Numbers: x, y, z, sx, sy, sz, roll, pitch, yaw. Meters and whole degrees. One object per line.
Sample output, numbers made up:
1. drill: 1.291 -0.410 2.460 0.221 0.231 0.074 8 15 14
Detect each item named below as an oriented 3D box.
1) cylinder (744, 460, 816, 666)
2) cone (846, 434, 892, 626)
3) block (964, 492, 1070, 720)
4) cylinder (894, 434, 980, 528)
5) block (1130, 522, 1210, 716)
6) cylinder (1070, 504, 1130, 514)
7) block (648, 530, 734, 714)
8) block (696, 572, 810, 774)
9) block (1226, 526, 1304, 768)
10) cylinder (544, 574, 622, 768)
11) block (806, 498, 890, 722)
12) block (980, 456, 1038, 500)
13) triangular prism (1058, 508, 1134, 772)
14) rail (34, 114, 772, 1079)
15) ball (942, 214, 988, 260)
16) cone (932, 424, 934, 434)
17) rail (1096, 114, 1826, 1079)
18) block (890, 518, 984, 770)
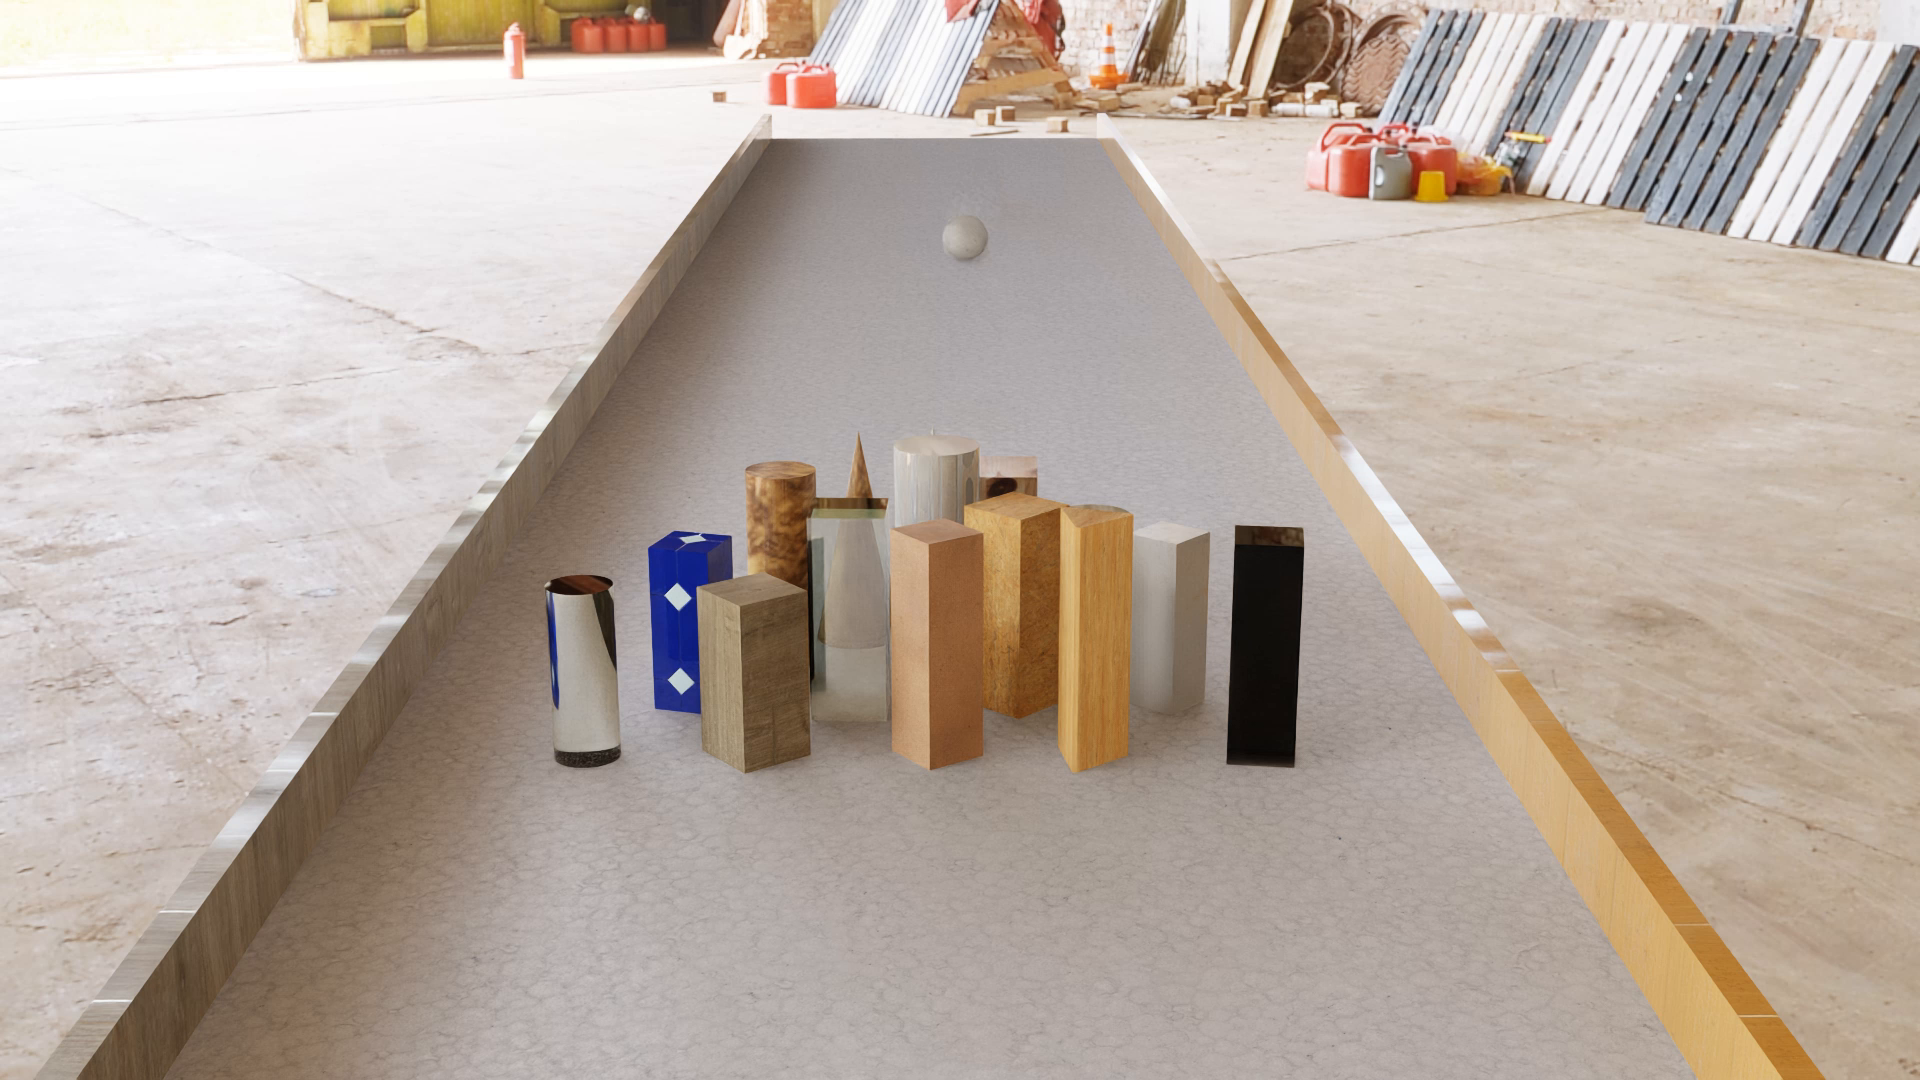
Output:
1. cylinder: -0.353 0.049 4.374 0.139 0.391 0.139 0 17 0
2. cone: -0.210 -0.029 4.604 0.165 0.411 0.165 0 17 0
3. block: 0.106 0.121 4.142 0.139 0.387 0.139 15 22 40
4. cylinder: -0.045 0.023 4.383 0.170 0.437 0.170 0 17 0
5. block: 0.390 0.147 4.145 0.110 0.335 0.110 14 21 38
6. cylinder: 0.263 0.094 4.383 0.149 0.301 0.149 0 17 0
7. block: -0.503 0.156 4.147 0.118 0.318 0.118 5 17 16
8. block: -0.365 0.233 3.901 0.140 0.309 0.140 -13 21 -36
9. block: 0.538 0.188 3.881 0.119 0.407 0.119 2 17 7
10. cylinder: -0.665 0.232 3.886 0.118 0.320 0.118 0 17 0
11. block: -0.206 0.129 4.105 0.141 0.392 0.141 0 17 1
12. block: 0.075 0.002 4.648 0.173 0.325 0.173 0 17 2
13. triangular prism: 0.215 0.169 3.873 0.130 0.447 0.113 -13 21 -38
14. rail: -1.118 -0.838 7.780 0.050 0.150 12.000 0 17 -1
15. ball: 0.023 -1.255 9.117 0.188 0.188 0.188 0 17 0
16. cone: -0.059 -0.083 4.883 0.133 0.355 0.133 0 17 0
17. rail: 0.932 -0.844 7.801 0.050 0.150 12.000 0 17 -1
18. block: -0.040 0.183 3.883 0.117 0.415 0.117 -12 20 -34
